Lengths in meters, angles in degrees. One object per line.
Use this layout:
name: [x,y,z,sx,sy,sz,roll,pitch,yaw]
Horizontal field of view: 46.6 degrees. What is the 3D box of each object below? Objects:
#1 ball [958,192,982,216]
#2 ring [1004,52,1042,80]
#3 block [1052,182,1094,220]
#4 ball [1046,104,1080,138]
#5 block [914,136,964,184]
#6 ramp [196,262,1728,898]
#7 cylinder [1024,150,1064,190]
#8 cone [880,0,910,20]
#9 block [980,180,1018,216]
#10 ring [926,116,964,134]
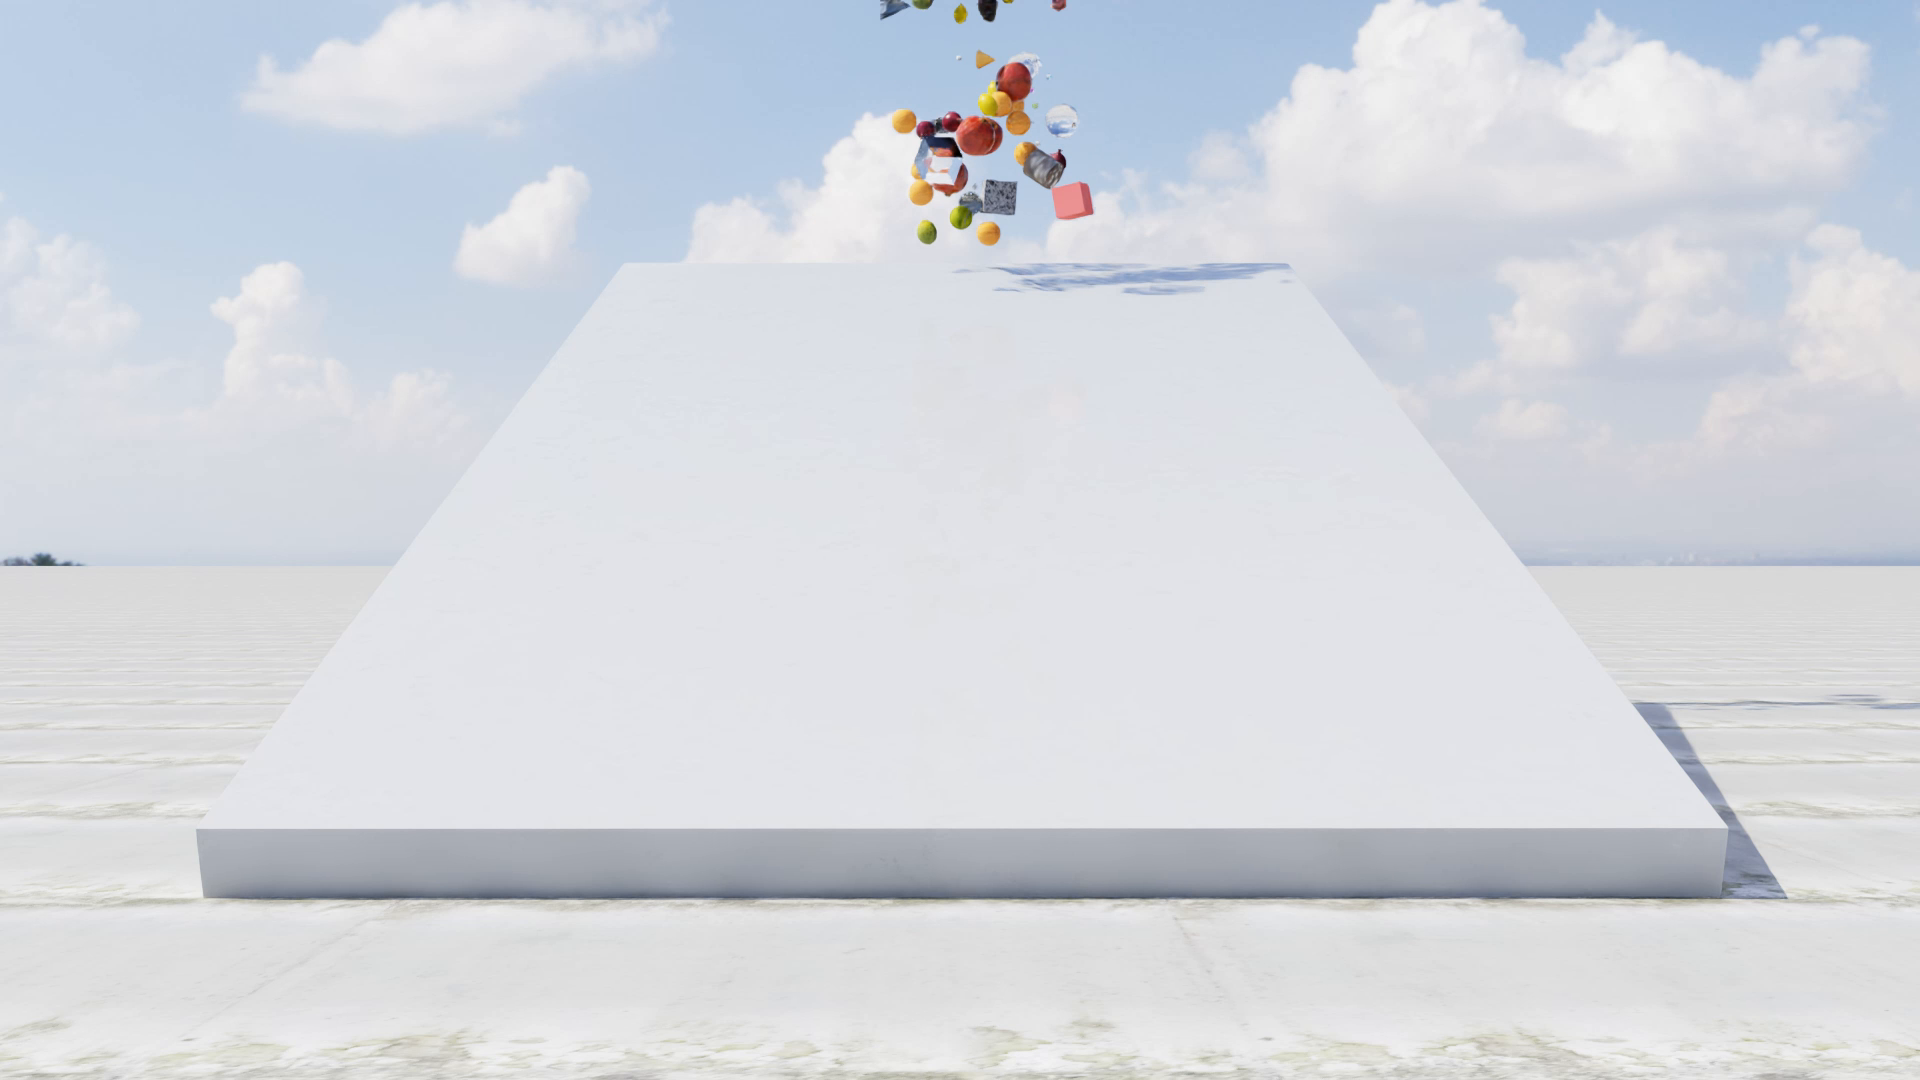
ball: [0.031,-1.013,6.718,0.070,0.070,0.070,0,-1,0]
ring: [0.185,-1.395,6.572,0.111,0.111,0.037,0,-41,19]
block: [0.317,-0.953,6.276,0.085,0.085,0.085,-10,-1,21]
ball: [0.297,-1.215,6.468,0.099,0.099,0.099,0,-1,0]
block: [-0.061,-1.089,6.397,0.095,0.095,0.095,-1,-43,-27]
ramp: [-0.003,-0.182,4.831,2.000,0.100,4.000,0,18,0]
cylinder: [0.242,-1.073,6.460,0.084,0.084,0.084,38,18,25]
cone: [-0.181,-1.531,6.392,0.083,0.083,0.083,-1,0,-14]
block: [0.116,-1.031,6.717,0.096,0.096,0.096,4,6,-7]
ring: [-0.047,-1.259,6.768,0.119,0.040,0.119,-12,5,1]
